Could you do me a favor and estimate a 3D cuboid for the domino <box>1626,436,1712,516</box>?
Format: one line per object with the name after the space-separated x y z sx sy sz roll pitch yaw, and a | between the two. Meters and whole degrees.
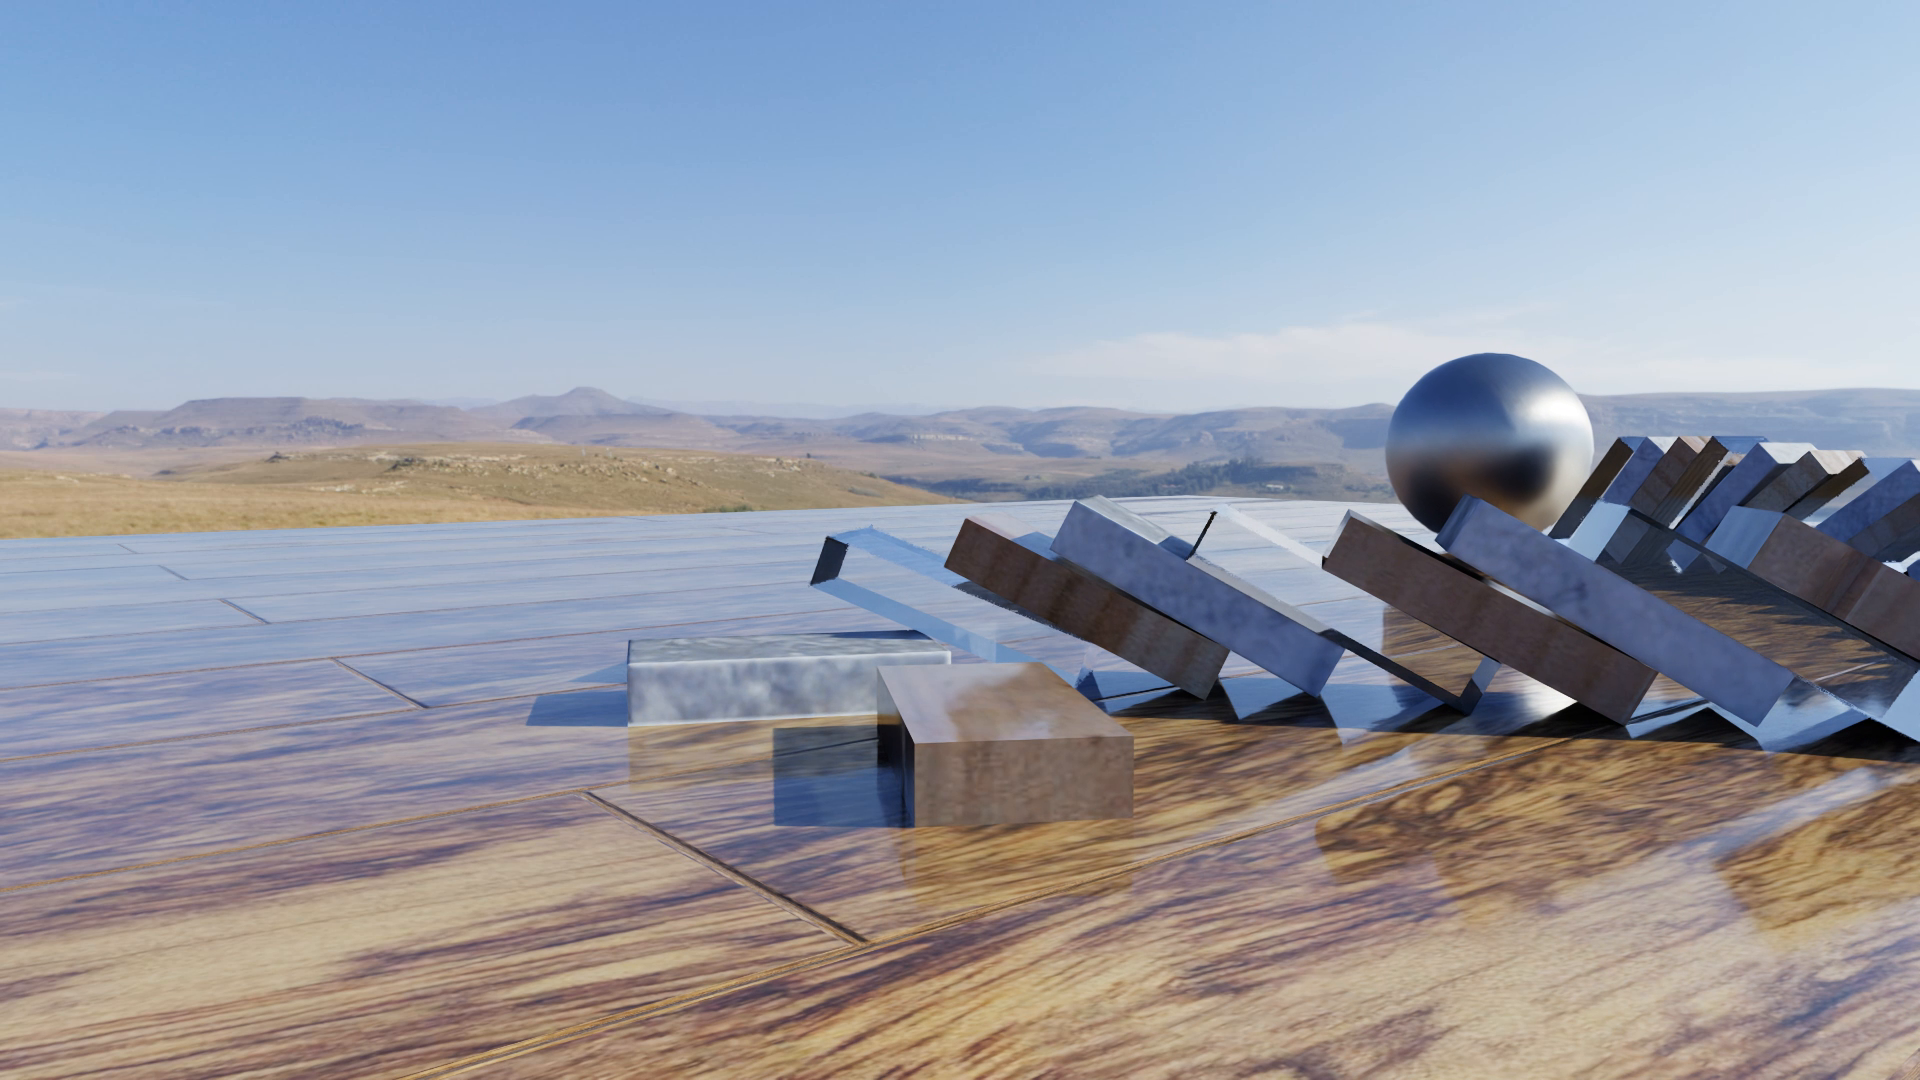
0.251 -0.014 0.453 0.025 0.050 0.010 -2 43 -23 | domino

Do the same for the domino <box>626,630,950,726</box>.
-0.029 0.022 0.211 0.050 0.010 0.025 -1 4 -14 | domino

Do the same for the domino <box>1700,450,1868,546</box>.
0.267 -0.009 0.416 0.025 0.010 0.050 -1 -37 -23 | domino

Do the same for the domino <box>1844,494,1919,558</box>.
0.278 -0.003 0.368 0.025 0.009 0.050 -1 -31 -14 | domino

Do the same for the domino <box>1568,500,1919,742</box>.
0.122 0.011 0.198 0.050 0.009 0.025 32 12 12 | domino

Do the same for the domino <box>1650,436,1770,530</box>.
0.256 -0.013 0.442 0.025 0.050 0.010 -2 43 -23 | domino

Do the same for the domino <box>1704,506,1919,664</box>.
0.141 0.012 0.193 0.050 0.009 0.025 31 12 12 | domino

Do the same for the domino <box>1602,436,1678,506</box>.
0.246 -0.015 0.464 0.025 0.050 0.010 -2 43 -22 | domino

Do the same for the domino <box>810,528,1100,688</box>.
0.001 0.012 0.234 0.050 0.009 0.025 22 9 11 | domino

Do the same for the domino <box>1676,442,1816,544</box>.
0.262 -0.011 0.430 0.025 0.050 0.009 -2 48 -23 | domino

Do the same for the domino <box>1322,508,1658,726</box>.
0.084 0.011 0.210 0.050 0.009 0.025 29 11 12 | domino

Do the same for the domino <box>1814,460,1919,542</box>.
0.276 -0.005 0.385 0.025 0.010 0.050 -2 -33 -19 | domino

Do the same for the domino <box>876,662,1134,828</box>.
0.004 0.025 0.169 0.025 0.009 0.050 -1 4 -8 | domino

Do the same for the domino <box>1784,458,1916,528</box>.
0.271 -0.007 0.401 0.025 0.009 0.050 -2 -34 -22 | domino

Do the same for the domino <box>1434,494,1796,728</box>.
0.102 0.010 0.204 0.050 0.009 0.025 32 12 12 | domino

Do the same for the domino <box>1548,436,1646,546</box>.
0.242 -0.016 0.476 0.025 0.050 0.009 -2 43 -23 | domino

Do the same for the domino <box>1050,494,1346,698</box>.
0.042 0.009 0.224 0.050 0.010 0.025 29 11 12 | domino

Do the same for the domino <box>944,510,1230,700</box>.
0.024 0.011 0.229 0.050 0.009 0.025 27 11 12 | domino

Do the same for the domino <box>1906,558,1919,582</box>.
0.271 0.001 0.327 0.025 0.009 0.050 1 -27 4 | domino

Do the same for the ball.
0.219 -0.037 0.532 0.080 0.080 0.080 0 4 0 | ball

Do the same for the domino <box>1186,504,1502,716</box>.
0.064 0.010 0.217 0.050 0.009 0.025 29 11 12 | domino

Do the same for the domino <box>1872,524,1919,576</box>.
0.274 0.000 0.347 0.025 0.010 0.050 0 -27 1 | domino
